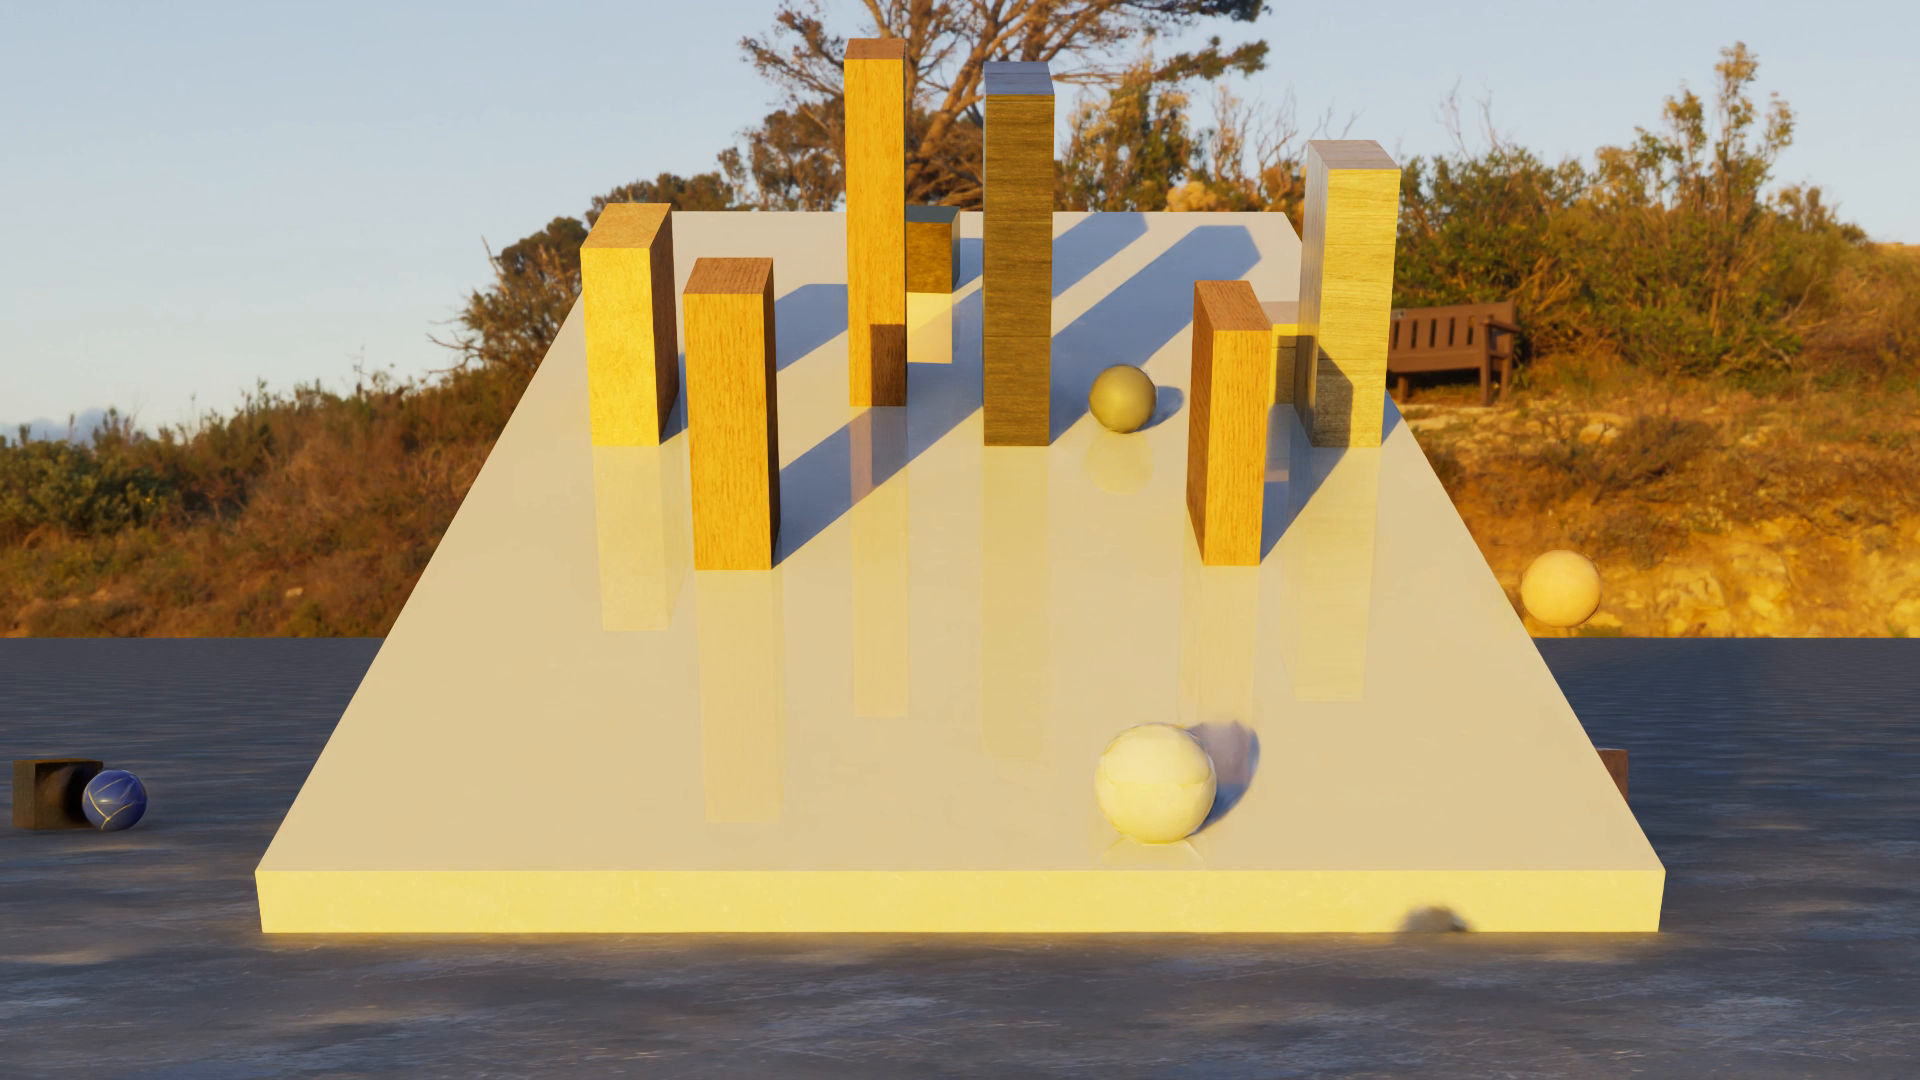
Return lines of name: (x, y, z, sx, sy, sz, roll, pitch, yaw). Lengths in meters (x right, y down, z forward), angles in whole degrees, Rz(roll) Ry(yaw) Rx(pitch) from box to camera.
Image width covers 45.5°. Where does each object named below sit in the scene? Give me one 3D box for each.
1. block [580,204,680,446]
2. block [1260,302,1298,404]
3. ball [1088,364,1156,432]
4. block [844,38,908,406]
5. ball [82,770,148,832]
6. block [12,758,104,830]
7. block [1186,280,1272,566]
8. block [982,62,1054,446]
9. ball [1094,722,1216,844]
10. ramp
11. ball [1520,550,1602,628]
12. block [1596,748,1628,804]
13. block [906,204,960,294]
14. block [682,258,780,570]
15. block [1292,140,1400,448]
block: (-0.724, -0.482, 5.059, 0.144, 0.437, 0.409, 0, 22, 0)
block: (0.794, -0.435, 5.283, 0.189, 0.189, 0.189, -1, 22, -3)
ball: (0.357, -0.310, 5.021, 0.149, 0.149, 0.149, 0, -2, 0)
block: (-0.187, -0.719, 5.191, 0.127, 0.783, 0.278, 0, 22, 0)
ball: (-1.823, 0.561, 4.939, 0.134, 0.134, 0.134, 0, -2, 0)
block: (-1.991, 0.560, 5.052, 0.146, 0.146, 0.146, 2, -3, -40)
block: (0.511, -0.229, 4.392, 0.105, 0.460, 0.348, 0, 22, 0)
block: (0.122, -0.628, 4.993, 0.140, 0.759, 0.394, 0, 22, 0)
ball: (0.282, 0.351, 3.307, 0.177, 0.177, 0.177, 0, -2, 0)
ramp: (-0.006, -0.218, 5.125, 2.000, 0.100, 4.000, 0, 22, 0)
ball: (1.078, 0.087, 4.101, 0.142, 0.142, 0.142, 0, -2, 0)
block: (1.262, 0.530, 4.791, 0.185, 0.185, 0.185, 1, -3, -33)
block: (-0.106, -0.783, 6.159, 0.192, 0.192, 0.192, 3, 22, 6)
block: (-0.426, -0.239, 4.313, 0.143, 0.534, 0.260, 0, 22, 0)
block: (0.835, -0.538, 4.975, 0.148, 0.607, 0.300, 0, 22, 0)
